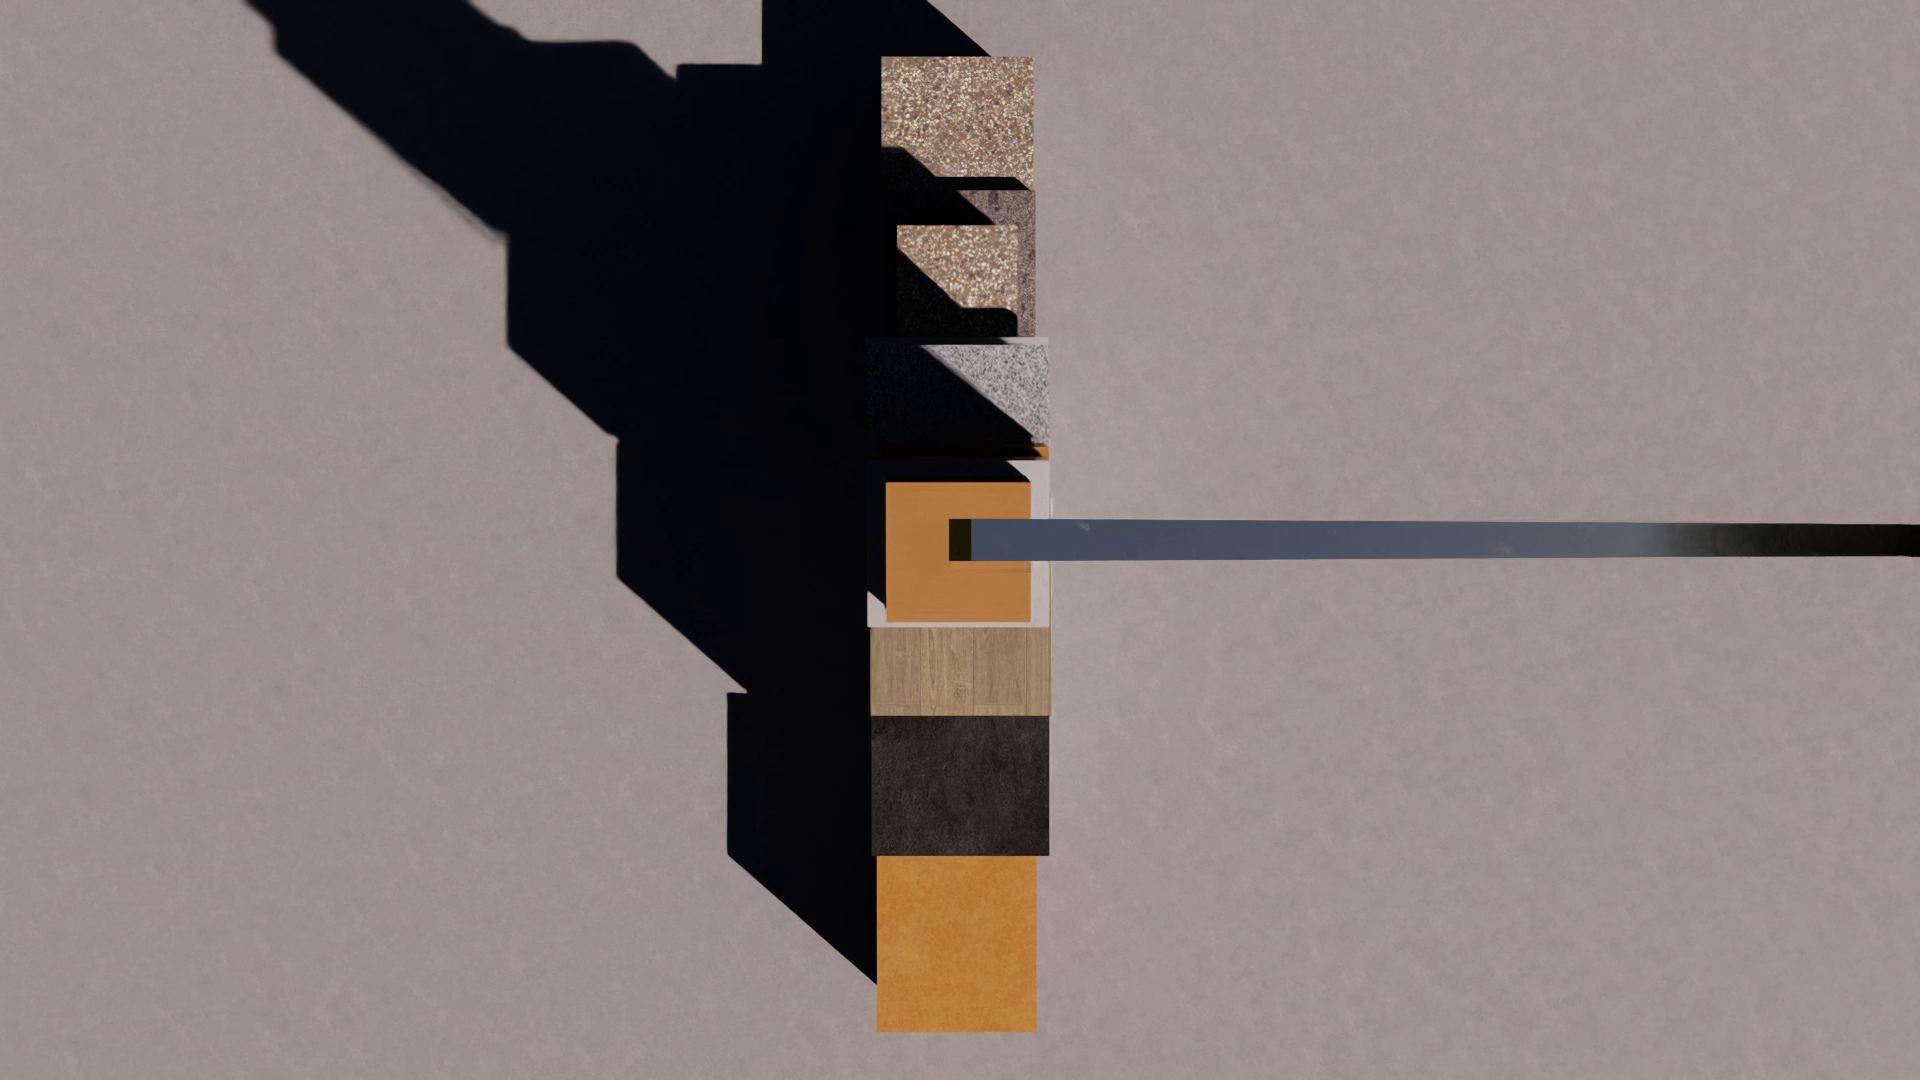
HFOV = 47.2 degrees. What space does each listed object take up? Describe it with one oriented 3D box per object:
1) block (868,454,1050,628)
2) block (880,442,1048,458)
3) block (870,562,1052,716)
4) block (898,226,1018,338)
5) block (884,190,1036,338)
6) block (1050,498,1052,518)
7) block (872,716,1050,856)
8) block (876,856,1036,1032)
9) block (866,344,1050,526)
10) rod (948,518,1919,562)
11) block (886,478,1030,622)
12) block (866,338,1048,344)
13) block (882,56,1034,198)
[{"bbox_3d":[-0.007,-0.011,9.102,0.722,0.781,0.663,0,94,0],"label":"block"},{"bbox_3d":[0.018,-0.063,9.844,0.731,0.706,0.726,0,94,0],"label":"block"},{"bbox_3d":[0.006,0.425,10.728,0.854,0.706,0.807,0,90,0],"label":"block"},{"bbox_3d":[-0.014,-1.327,11.719,0.625,0.586,0.618,0,90,0],"label":"block"},{"bbox_3d":[-0.001,-1.486,12.506,0.827,0.988,0.848,0,90,0],"label":"block"},{"bbox_3d":[0.018,0.261,12.520,0.970,0.960,0.976,0,90,0],"label":"block"},{"bbox_3d":[0.003,1.202,11.639,0.903,0.960,0.802,0,90,0],"label":"block"},{"bbox_3d":[-0.018,2.189,12.461,0.864,1.077,0.959,0,90,0],"label":"block"},{"bbox_3d":[-0.009,-0.451,10.680,0.855,0.886,0.839,0,84,0],"label":"block"},{"bbox_3d":[2.212,0.000,5.492,5.200,0.080,0.080,0,90,-32],"label":"rod"},{"bbox_3d":[-0.006,0.031,8.463,0.541,0.499,0.525,0,94,0],"label":"block"},{"bbox_3d":[-0.015,-0.528,11.615,0.926,0.888,0.953,0,86,0],"label":"block"},{"bbox_3d":[-0.014,-2.294,12.571,0.839,0.859,0.749,0,90,0],"label":"block"}]
